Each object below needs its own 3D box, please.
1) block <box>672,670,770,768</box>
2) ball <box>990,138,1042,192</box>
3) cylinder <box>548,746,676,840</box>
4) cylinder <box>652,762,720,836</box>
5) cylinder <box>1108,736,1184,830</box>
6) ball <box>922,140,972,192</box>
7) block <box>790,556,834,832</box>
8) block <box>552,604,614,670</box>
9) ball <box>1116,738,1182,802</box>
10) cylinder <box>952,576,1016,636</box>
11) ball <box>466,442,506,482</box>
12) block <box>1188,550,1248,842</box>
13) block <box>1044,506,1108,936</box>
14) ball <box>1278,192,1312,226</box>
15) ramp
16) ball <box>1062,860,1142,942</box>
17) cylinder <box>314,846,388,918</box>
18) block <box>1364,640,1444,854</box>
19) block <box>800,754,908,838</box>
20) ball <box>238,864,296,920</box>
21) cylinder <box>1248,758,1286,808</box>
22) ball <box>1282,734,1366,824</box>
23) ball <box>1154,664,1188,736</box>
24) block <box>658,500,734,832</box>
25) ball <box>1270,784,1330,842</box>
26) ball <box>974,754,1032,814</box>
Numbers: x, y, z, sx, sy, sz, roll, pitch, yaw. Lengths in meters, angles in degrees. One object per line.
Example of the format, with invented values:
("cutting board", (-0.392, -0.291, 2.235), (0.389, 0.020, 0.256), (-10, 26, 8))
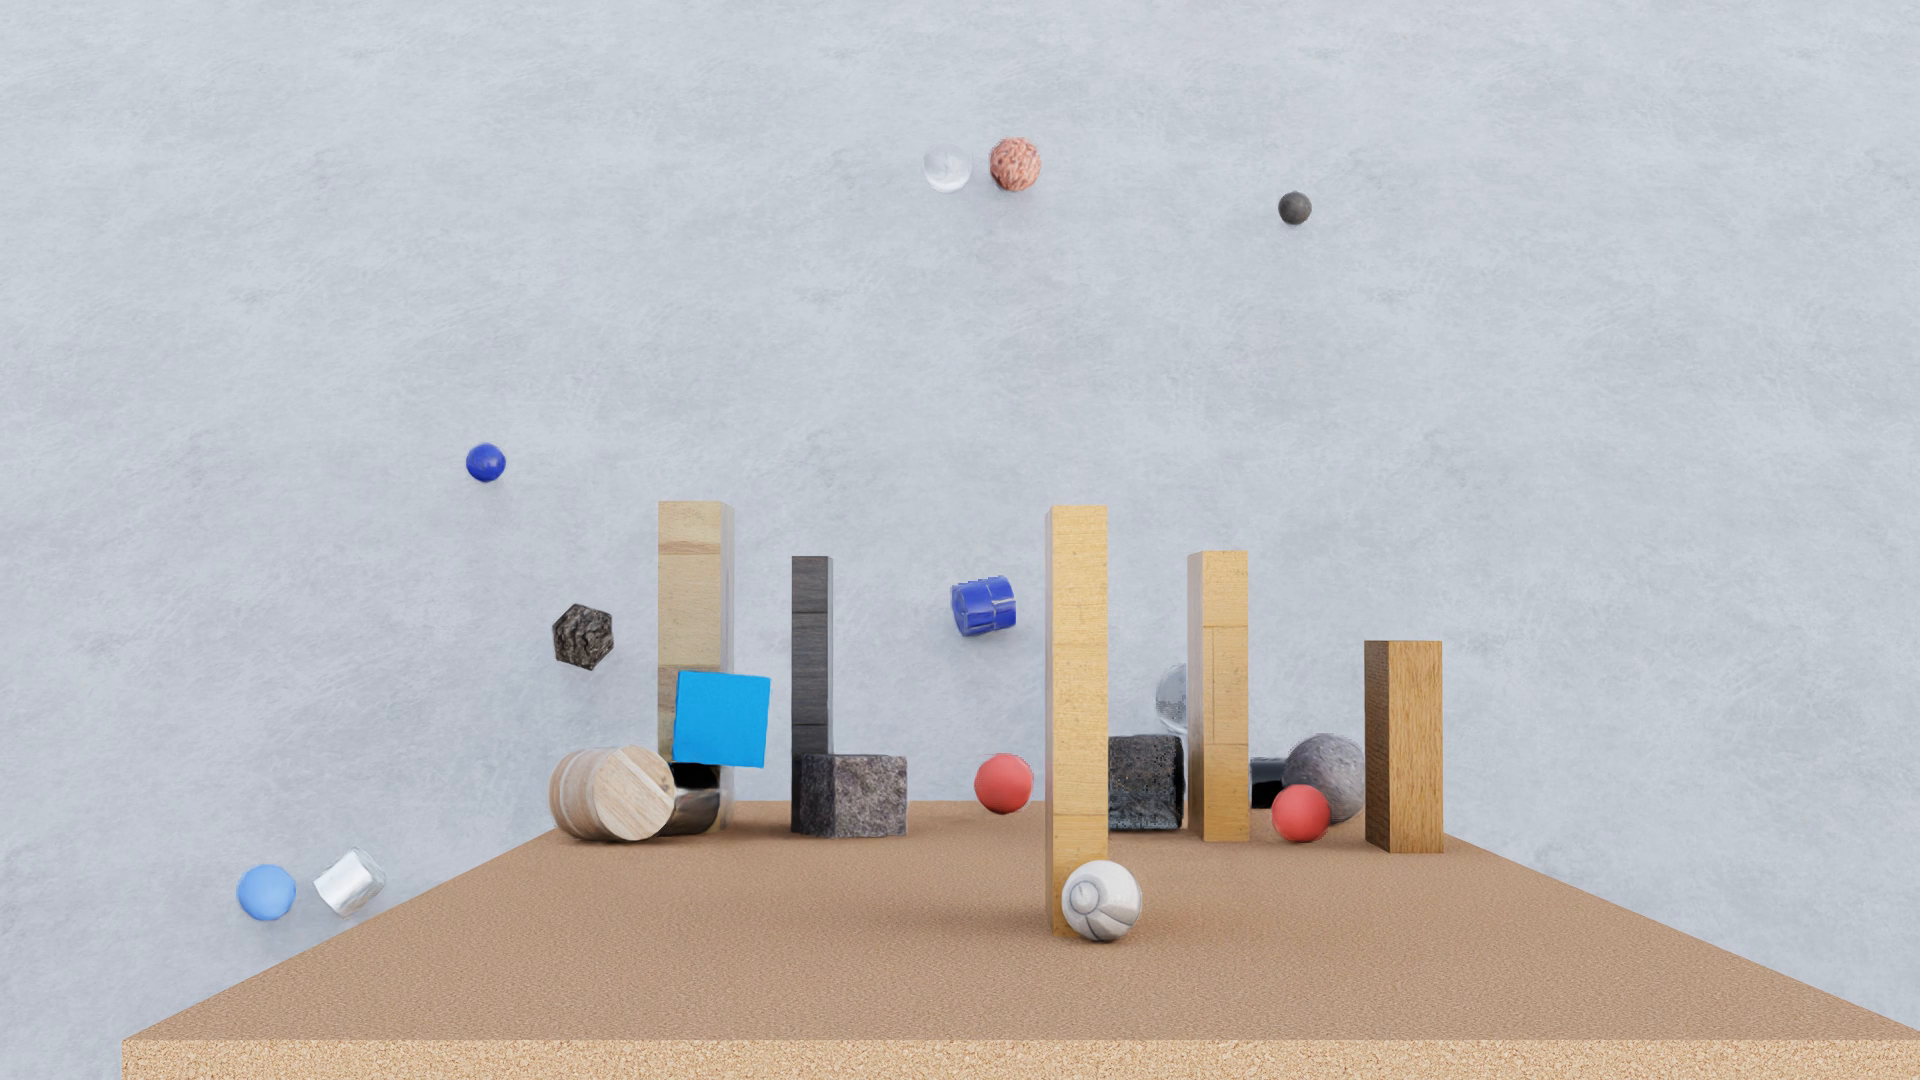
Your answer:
("block", (-0.525, 0.391, 5.702), (0.195, 0.195, 0.195), (5, -3, -7))
("ball", (0.208, -1.411, 9.769), (0.197, 0.197, 0.197), (0, 35, 0))
("cylinder", (-0.740, 0.537, 5.513), (0.197, 0.197, 0.197), (-31, 14, -36))
("cylinder", (-0.638, 0.566, 5.680), (0.160, 0.160, 0.160), (4, 25, -44))
("cylinder", (0.389, 0.545, 5.850), (0.210, 0.210, 0.210), (-1, 35, 12))
("ball", (-0.047, -1.403, 9.763), (0.191, 0.191, 0.191), (0, 35, 0))
("block", (-0.335, 0.347, 5.906), (0.081, 0.615, 0.243), (0, -2, 0))
("block", (-1.082, 0.278, 7.463), (0.121, 0.121, 0.121), (15, 38, 20))
("ball", (0.495, 0.602, 6.811), (0.168, 0.168, 0.168), (0, 35, 0))
("cylinder", (0.070, 0.194, 7.556), (0.149, 0.149, 0.149), (-11, 37, -15))
("ball", (-1.495, -0.245, 8.194), (0.125, 0.125, 0.125), (0, 35, 0))
("block", (0.567, 0.339, 5.736), (0.096, 0.620, 0.385), (0, -2, 0))
("block", (0.178, 0.272, 4.014), (0.081, 0.635, 0.362), (0, -2, 0))
("ball", (1.233, -1.222, 9.567), (0.123, 0.123, 0.123), (0, 35, 0))
("ramp", (0.078, 0.669, 4.855), (2.000, 0.100, 4.000), (0, -2, 0))
("ball", (0.205, 0.522, 3.765), (0.118, 0.118, 0.118), (0, 35, 0))
("cylinder", (-1.544, 0.867, 6.587), (0.129, 0.129, 0.129), (-40, 43, -1))
("block", (0.922, 0.424, 5.410), (0.108, 0.428, 0.318), (0, -2, 0))
("block", (-0.234, 0.561, 5.709), (0.174, 0.174, 0.174), (2, -4, -29))
("ball", (-1.756, 0.893, 6.582), (0.141, 0.141, 0.141), (0, 35, 0))
("cylinder", (0.793, 0.614, 6.541), (0.125, 0.125, 0.125), (0, 35, 2))
("ball", (0.851, 0.556, 6.025), (0.207, 0.207, 0.207), (0, 35, 0))
("ball", (0.637, 0.441, 7.166), (0.200, 0.200, 0.200), (0, 35, 0))
("block", (-0.605, 0.288, 5.983), (0.140, 0.739, 0.361), (0, -2, 0))
("ball", (0.721, 0.579, 5.504), (0.124, 0.124, 0.124), (0, 35, 0))
("ball", (0.106, 0.599, 6.368), (0.144, 0.144, 0.144), (0, 35, 0))
